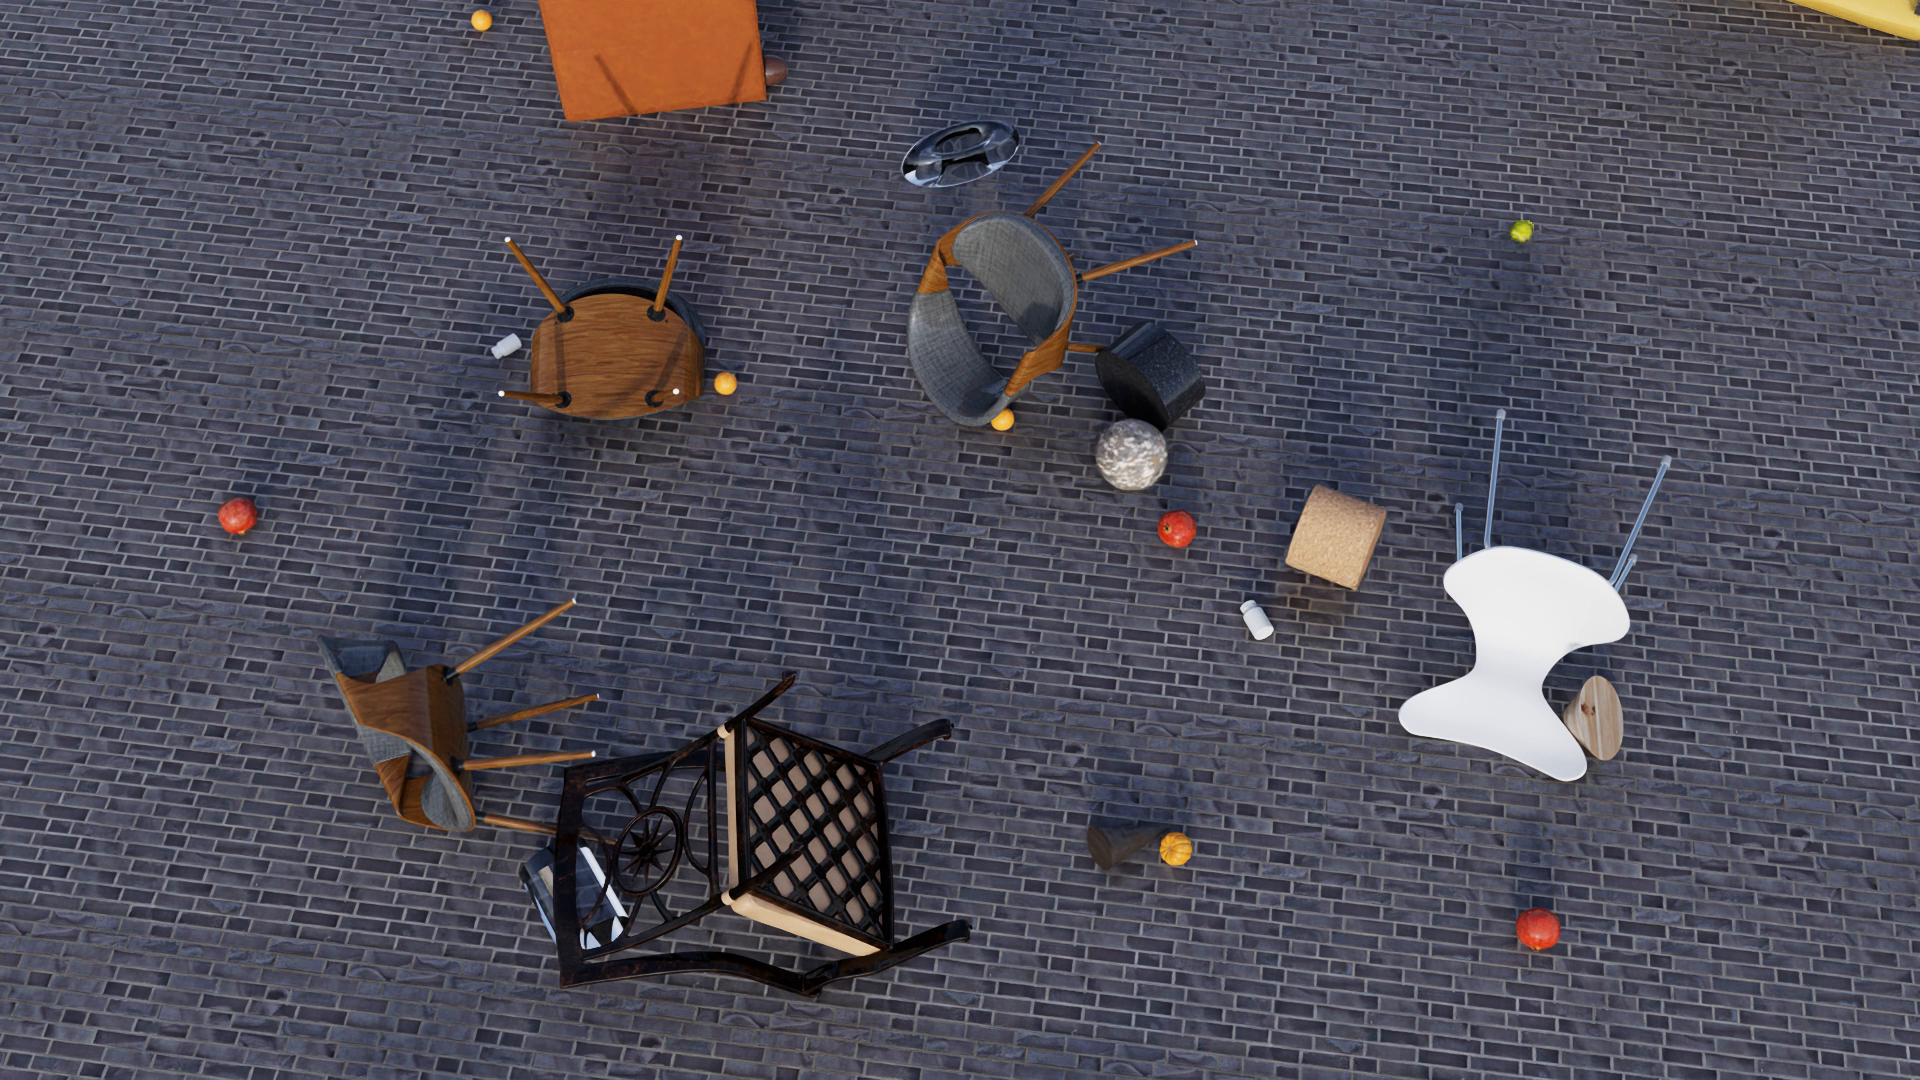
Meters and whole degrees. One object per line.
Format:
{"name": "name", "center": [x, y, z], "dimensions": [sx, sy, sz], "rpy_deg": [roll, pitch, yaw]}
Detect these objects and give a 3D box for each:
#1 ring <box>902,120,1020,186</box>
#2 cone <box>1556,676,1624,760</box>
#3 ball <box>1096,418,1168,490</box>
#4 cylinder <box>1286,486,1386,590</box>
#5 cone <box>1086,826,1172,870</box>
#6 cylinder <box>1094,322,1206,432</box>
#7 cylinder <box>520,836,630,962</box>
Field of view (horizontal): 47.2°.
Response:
{"name": "ring", "center": [0.003, -1.292, 7.351], "dimensions": [0.420, 0.153, 0.173], "rpy_deg": [-18, 61, -11]}
{"name": "cone", "center": [1.736, 0.505, 6.178], "dimensions": [0.250, 0.144, 0.236], "rpy_deg": [9, 76, -45]}
{"name": "ball", "center": [0.516, -0.257, 6.615], "dimensions": [0.218, 0.218, 0.218], "rpy_deg": [0, 56, 0]}
{"name": "cylinder", "center": [1.101, -0.007, 6.438], "dimensions": [0.215, 0.232, 0.252], "rpy_deg": [21, 72, 14]}
{"name": "cone", "center": [0.483, 0.809, 5.997], "dimensions": [0.242, 0.112, 0.131], "rpy_deg": [-13, 39, -25]}
{"name": "cylinder", "center": [0.584, -0.501, 6.754], "dimensions": [0.168, 0.257, 0.313], "rpy_deg": [-39, 76, -23]}
{"name": "cylinder", "center": [-1.025, 0.952, 5.841], "dimensions": [0.199, 0.155, 0.269], "rpy_deg": [-33, 61, -6]}
